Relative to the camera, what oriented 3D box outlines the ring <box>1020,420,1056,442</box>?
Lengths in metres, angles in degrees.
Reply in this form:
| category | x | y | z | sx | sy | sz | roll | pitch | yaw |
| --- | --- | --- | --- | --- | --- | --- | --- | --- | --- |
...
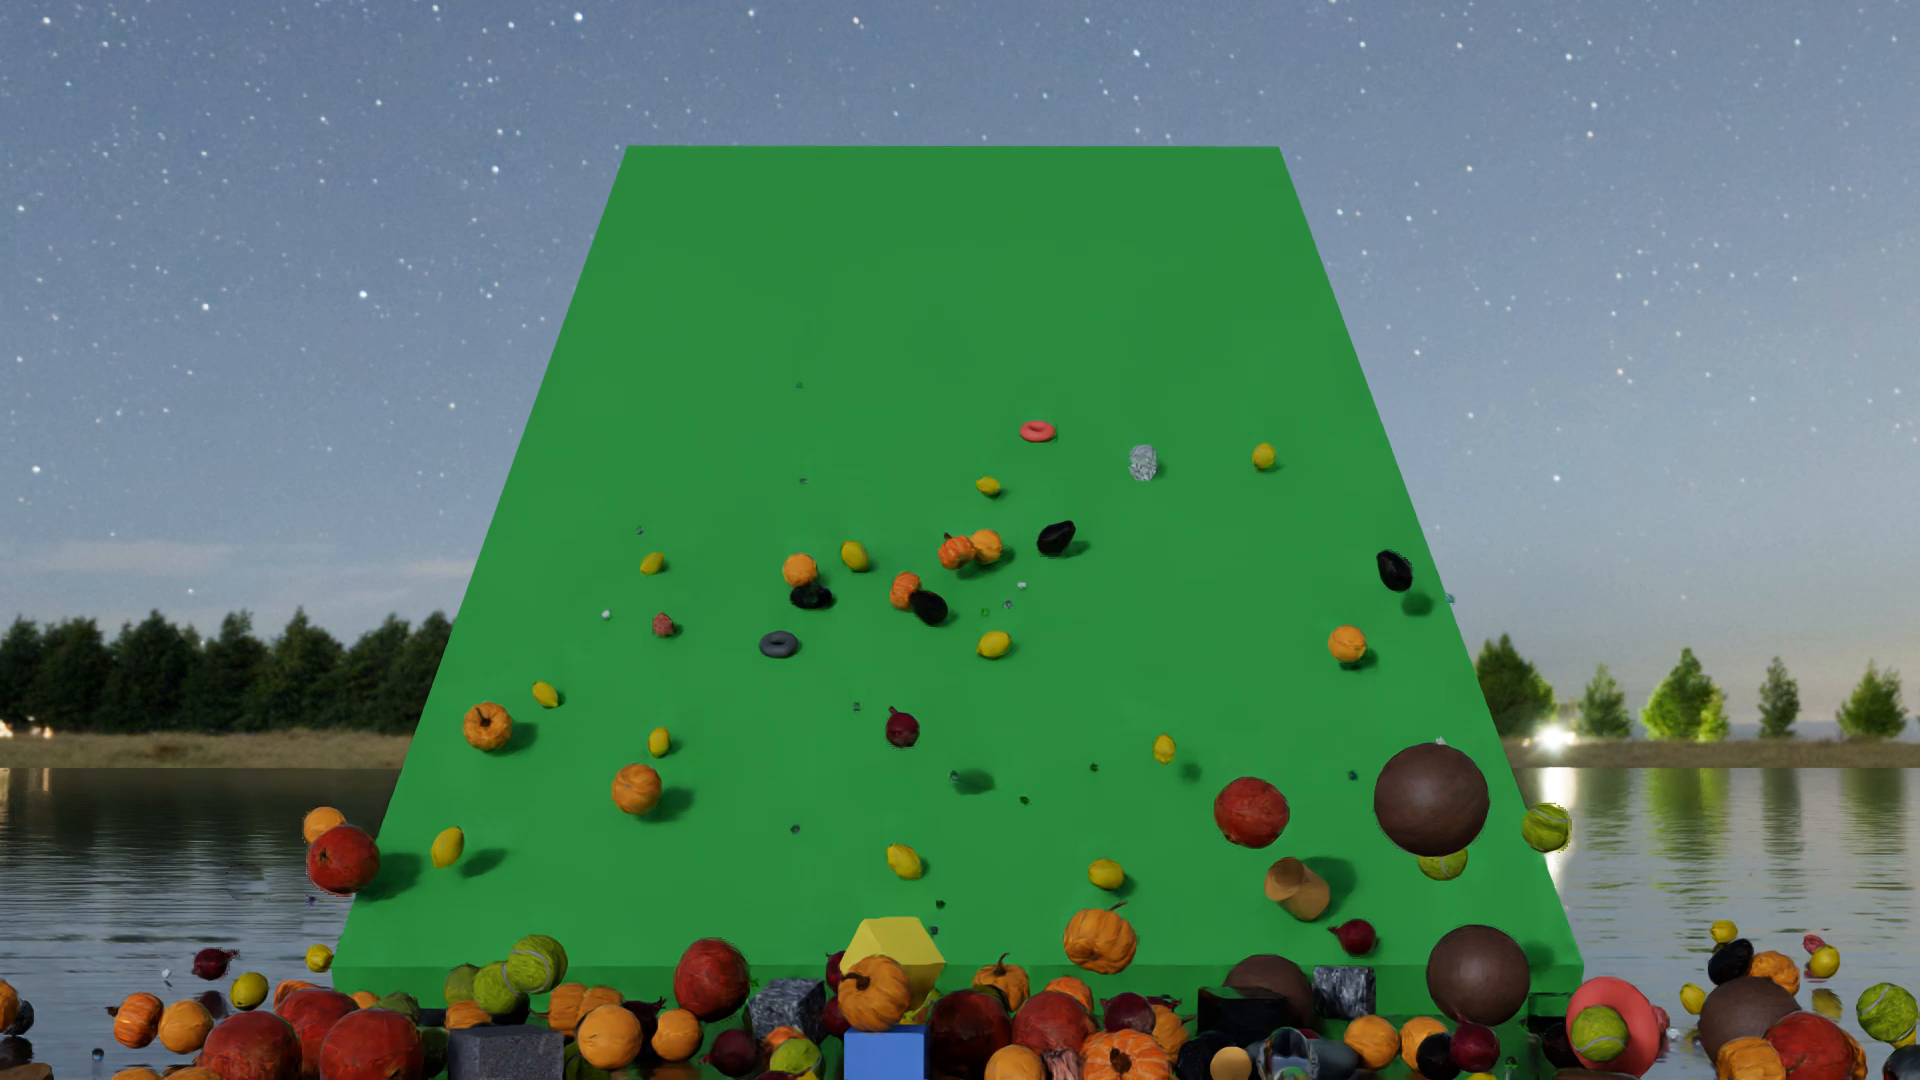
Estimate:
| category | x | y | z | sx | sy | sz | roll | pitch | yaw |
| --- | --- | --- | --- | --- | --- | --- | --- | --- | --- |
| ring | 0.179 | -0.251 | 5.518 | 0.083 | 0.028 | 0.083 | 1 | 29 | 0 |

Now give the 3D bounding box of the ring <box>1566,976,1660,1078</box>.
| category | x | y | z | sx | sy | sz | roll | pitch | yaw |
| --- | --- | --- | --- | --- | --- | --- | --- | --- | --- |
| ring | 0.834 | 0.625 | 3.050 | 0.135 | 0.135 | 0.045 | 2 | -22 | -23 |

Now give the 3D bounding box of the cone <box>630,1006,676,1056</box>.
| category | x | y | z | sx | sy | sz | roll | pitch | yaw |
| --- | --- | --- | --- | --- | --- | --- | --- | --- | --- |
| cone | -0.432 | 0.688 | 3.362 | 0.066 | 0.066 | 0.066 | 0 | -5 | 0 |

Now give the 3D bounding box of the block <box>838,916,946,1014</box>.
| category | x | y | z | sx | sy | sz | roll | pitch | yaw |
| --- | --- | --- | --- | --- | --- | --- | --- | --- | --- |
| block | -0.084 | 0.523 | 2.946 | 0.081 | 0.081 | 0.081 | 4 | 35 | -38 |

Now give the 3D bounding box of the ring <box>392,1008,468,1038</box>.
| category | x | y | z | sx | sy | sz | roll | pitch | yaw |
| --- | --- | --- | --- | --- | --- | --- | --- | --- | --- |
| ring | -0.792 | 0.722 | 3.569 | 0.113 | 0.038 | 0.113 | 1 | -6 | 0 |

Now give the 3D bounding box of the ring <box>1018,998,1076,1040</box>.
| category | x | y | z | sx | sy | sz | roll | pitch | yaw |
| --- | --- | --- | --- | --- | --- | --- | --- | --- | --- |
| ring | 0.129 | 0.707 | 3.529 | 0.088 | 0.029 | 0.088 | 13 | 21 | -5 |

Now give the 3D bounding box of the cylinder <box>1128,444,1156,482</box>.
| category | x | y | z | sx | sy | sz | roll | pitch | yaw |
| --- | --- | --- | --- | --- | --- | --- | --- | --- | --- |
| cylinder | 0.409 | -0.173 | 5.335 | 0.062 | 0.062 | 0.062 | 0 | 29 | 5 |

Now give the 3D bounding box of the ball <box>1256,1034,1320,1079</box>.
| category | x | y | z | sx | sy | sz | roll | pitch | yaw |
| --- | --- | --- | --- | --- | --- | --- | --- | --- | --- |
| ball | 0.397 | 0.633 | 2.885 | 0.076 | 0.076 | 0.076 | 0 | -5 | 0 |

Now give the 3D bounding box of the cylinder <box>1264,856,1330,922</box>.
| category | x | y | z | sx | sy | sz | roll | pitch | yaw |
| --- | --- | --- | --- | --- | --- | --- | --- | --- | --- |
| cylinder | 0.551 | 0.570 | 3.900 | 0.078 | 0.078 | 0.078 | -6 | -35 | 47 |

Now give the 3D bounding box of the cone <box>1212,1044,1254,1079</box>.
| category | x | y | z | sx | sy | sz | roll | pitch | yaw |
| --- | --- | --- | --- | --- | --- | --- | --- | --- | --- |
| cone | 0.349 | 0.674 | 3.020 | 0.054 | 0.054 | 0.054 | -1 | -37 | 15 |

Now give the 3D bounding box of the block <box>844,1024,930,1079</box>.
| category | x | y | z | sx | sy | sz | roll | pitch | yaw |
| --- | --- | --- | --- | --- | --- | --- | --- | --- | --- |
| block | -0.085 | 0.624 | 2.823 | 0.092 | 0.092 | 0.092 | 0 | -5 | 4 |

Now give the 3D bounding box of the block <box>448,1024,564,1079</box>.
| category | x | y | z | sx | sy | sz | roll | pitch | yaw |
| --- | --- | --- | --- | --- | --- | --- | --- | --- | --- |
| block | -0.521 | 0.612 | 2.734 | 0.100 | 0.100 | 0.100 | 3 | -6 | -31 |

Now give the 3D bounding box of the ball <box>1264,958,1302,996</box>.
| category | x | y | z | sx | sy | sz | roll | pitch | yaw |
| --- | --- | --- | --- | --- | --- | --- | --- | --- | --- |
| ball | 0.506 | 0.686 | 3.740 | 0.060 | 0.060 | 0.060 | 0 | -5 | 0 |

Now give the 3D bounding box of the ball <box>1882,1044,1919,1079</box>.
| category | x | y | z | sx | sy | sz | roll | pitch | yaw |
| --- | --- | --- | --- | --- | --- | --- | --- | --- | --- |
| ball | 1.114 | 0.627 | 2.780 | 0.079 | 0.079 | 0.079 | 0 | -5 | 0 |

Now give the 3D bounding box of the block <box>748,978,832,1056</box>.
| category | x | y | z | sx | sy | sz | roll | pitch | yaw |
| --- | --- | --- | --- | --- | --- | --- | --- | --- | --- |
| block | -0.233 | 0.655 | 3.281 | 0.077 | 0.077 | 0.077 | -3 | 14 | 25 |

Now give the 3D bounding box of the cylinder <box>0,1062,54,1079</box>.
| category | x | y | z | sx | sy | sz | roll | pitch | yaw |
| --- | --- | --- | --- | --- | --- | --- | --- | --- | --- |
| cylinder | -0.929 | 0.573 | 2.358 | 0.084 | 0.084 | 0.084 | -12 | 11 | 2 |

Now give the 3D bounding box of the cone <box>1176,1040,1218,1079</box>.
| category | x | y | z | sx | sy | sz | roll | pitch | yaw |
| --- | --- | --- | --- | --- | --- | --- | --- | --- | --- |
| cone | 0.289 | 0.677 | 3.039 | 0.061 | 0.061 | 0.061 | 3 | -33 | -28 |

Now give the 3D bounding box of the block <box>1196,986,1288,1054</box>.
| category | x | y | z | sx | sy | sz | roll | pitch | yaw |
| --- | --- | --- | --- | --- | --- | --- | --- | --- | --- |
| block | 0.381 | 0.658 | 3.225 | 0.093 | 0.093 | 0.093 | 2 | -2 | -16 |

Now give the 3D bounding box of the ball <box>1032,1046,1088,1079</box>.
| category | x | y | z | sx | sy | sz | roll | pitch | yaw |
| --- | --- | --- | --- | --- | --- | --- | --- | --- | --- |
| ball | 0.120 | 0.642 | 2.869 | 0.066 | 0.066 | 0.066 | 0 | -5 | 0 |

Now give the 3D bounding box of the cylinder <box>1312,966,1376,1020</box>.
| category | x | y | z | sx | sy | sz | roll | pitch | yaw |
| --- | --- | --- | --- | --- | --- | --- | --- | --- | --- |
| cylinder | 0.569 | 0.670 | 3.535 | 0.078 | 0.078 | 0.078 | -3 | -6 | 21 |

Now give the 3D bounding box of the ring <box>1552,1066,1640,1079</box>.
| category | x | y | z | sx | sy | sz | roll | pitch | yaw |
| --- | --- | --- | --- | --- | --- | --- | --- | --- | --- |
| ring | 0.764 | 0.653 | 2.859 | 0.108 | 0.036 | 0.108 | 7 | -9 | 1 |

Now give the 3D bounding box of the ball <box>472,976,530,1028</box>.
| category | x | y | z | sx | sy | sz | roll | pitch | yaw |
| --- | --- | --- | --- | --- | --- | --- | --- | --- | --- |
| ball | -0.666 | 0.675 | 3.464 | 0.084 | 0.084 | 0.084 | 0 | -5 | 0 |

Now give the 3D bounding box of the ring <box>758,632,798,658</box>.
| category | x | y | z | sx | sy | sz | roll | pitch | yaw |
| --- | --- | --- | --- | --- | --- | --- | --- | --- | --- |
| ring | -0.355 | 0.204 | 4.667 | 0.078 | 0.026 | 0.078 | -1 | 29 | 1 |

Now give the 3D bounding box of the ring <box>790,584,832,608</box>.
| category | x | y | z | sx | sy | sz | roll | pitch | yaw |
| --- | --- | --- | --- | --- | --- | --- | --- | --- | --- |
| ring | -0.301 | 0.114 | 4.826 | 0.086 | 0.029 | 0.086 | -1 | 19 | 0 |

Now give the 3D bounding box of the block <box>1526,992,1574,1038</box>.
| category | x | y | z | sx | sy | sz | roll | pitch | yaw |
| --- | --- | --- | --- | --- | --- | --- | --- | --- | --- |
| block | 0.887 | 0.710 | 3.577 | 0.061 | 0.061 | 0.061 | 0 | -5 | -1 |

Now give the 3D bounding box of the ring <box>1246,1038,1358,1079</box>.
| category | x | y | z | sx | sy | sz | roll | pitch | yaw |
| --- | --- | --- | --- | --- | --- | --- | --- | --- | --- |
| ring | 0.436 | 0.669 | 3.068 | 0.149 | 0.050 | 0.149 | -1 | -6 | 0 |

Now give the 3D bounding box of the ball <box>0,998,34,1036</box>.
| category | x | y | z | sx | sy | sz | roll | pitch | yaw |
| --- | --- | --- | --- | --- | --- | --- | --- | --- | --- |
| ball | -1.411 | 0.712 | 3.566 | 0.055 | 0.055 | 0.055 | 0 | -5 | 0 |

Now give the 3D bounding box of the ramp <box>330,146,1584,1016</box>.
| category | x | y | z | sx | sy | sz | roll | pitch | yaw |
| --- | --- | --- | --- | --- | --- | --- | --- | --- | --- |
| ramp | -0.012 | -0.222 | 5.597 | 2.000 | 0.100 | 4.000 | 0 | 28 | 0 |
